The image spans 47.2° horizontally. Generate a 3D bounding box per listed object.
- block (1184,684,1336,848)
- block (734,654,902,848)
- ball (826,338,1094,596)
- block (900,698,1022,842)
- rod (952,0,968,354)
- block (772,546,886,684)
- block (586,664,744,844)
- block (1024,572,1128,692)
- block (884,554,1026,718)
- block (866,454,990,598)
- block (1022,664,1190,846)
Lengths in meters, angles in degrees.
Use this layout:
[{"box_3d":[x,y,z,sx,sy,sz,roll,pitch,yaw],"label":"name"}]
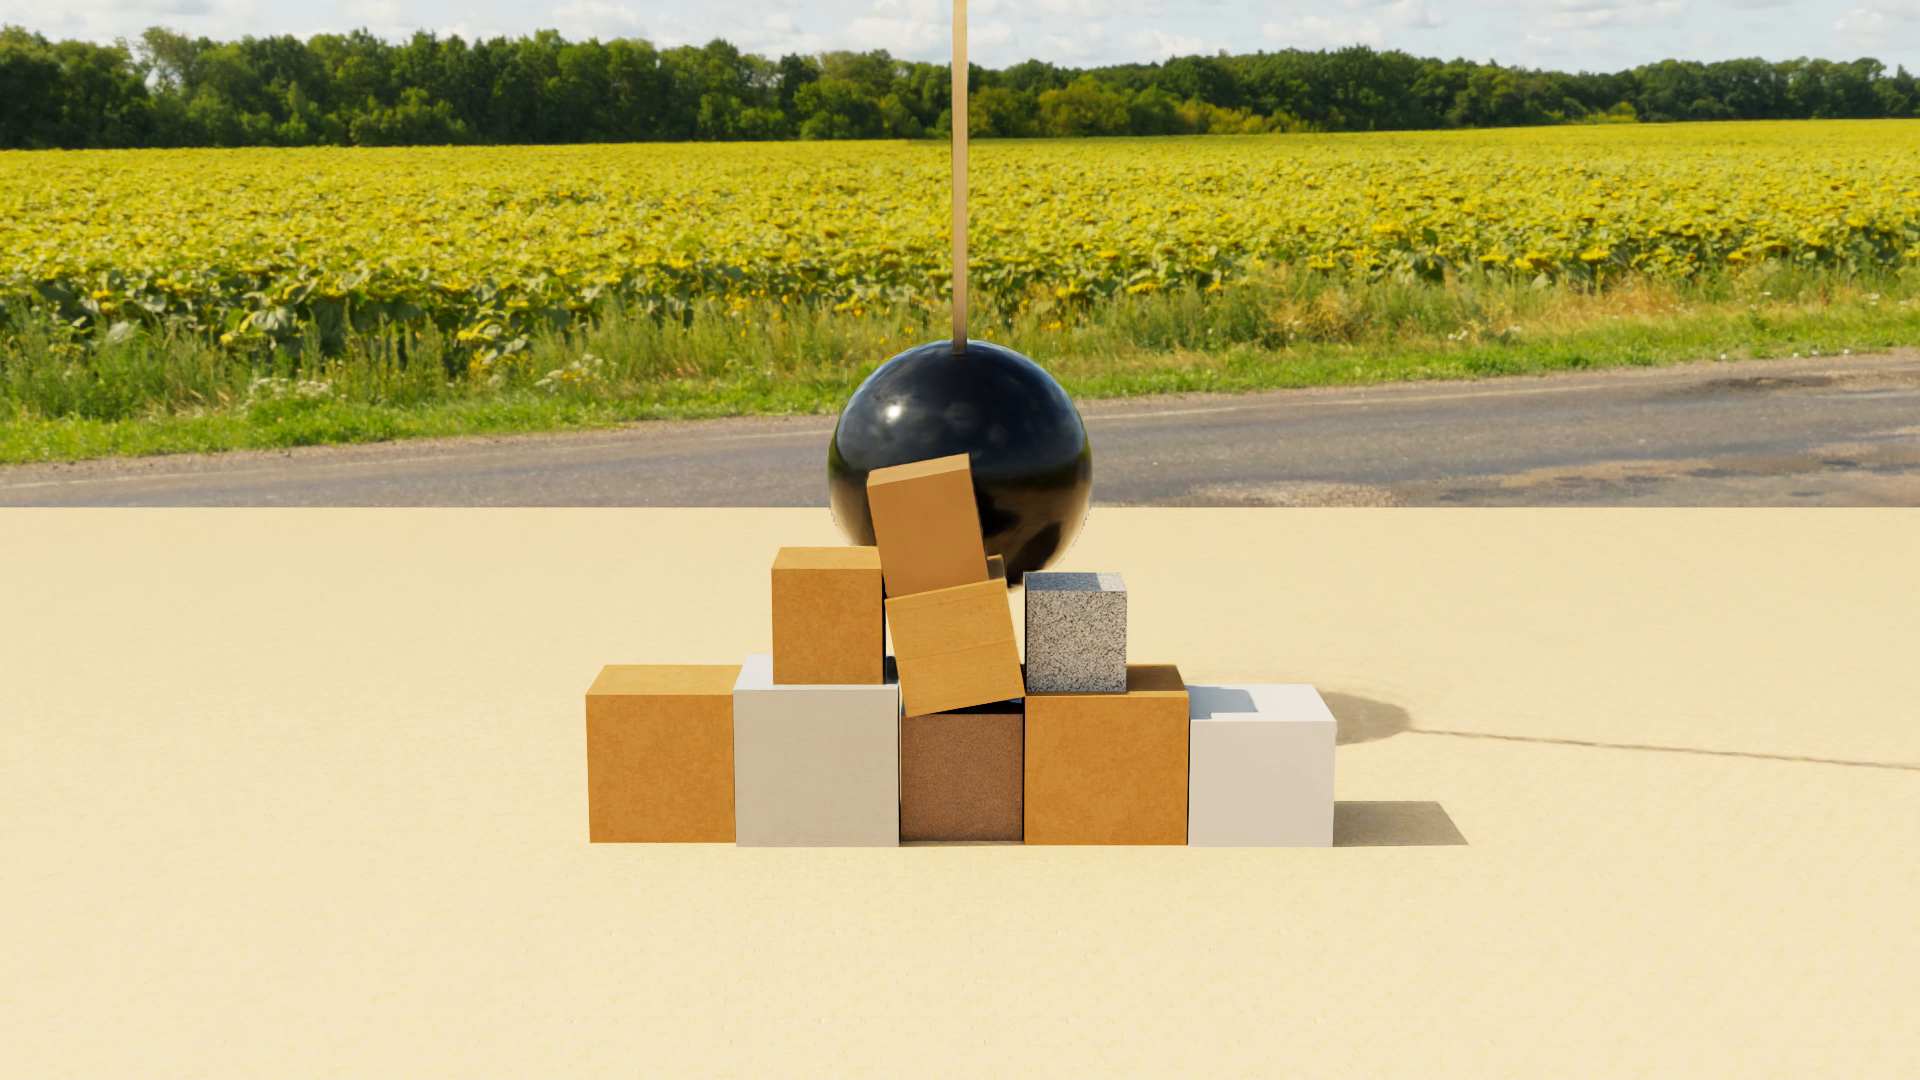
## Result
[{"box_3d":[1.513,1.156,11.379,0.722,0.655,0.758,0,10,0],"label":"block"},{"box_3d":[-0.718,1.075,11.369,0.818,0.817,0.773,0,10,0],"label":"block"},{"box_3d":[0.000,-0.407,13.215,1.600,1.600,1.600,0,10,0],"label":"ball"},{"box_3d":[0.008,1.148,11.398,0.614,0.663,0.604,0,10,0],"label":"block"},{"box_3d":[0.000,-3.335,11.488,0.080,5.200,0.080,0,31,0],"label":"rod"},{"box_3d":[-0.663,0.381,11.252,0.548,0.592,0.598,0,10,0],"label":"block"},{"box_3d":[-1.505,1.096,11.375,0.737,0.773,0.640,0,10,0],"label":"block"},{"box_3d":[0.586,0.465,11.252,0.499,0.517,0.479,0,10,0],"label":"block"},{"box_3d":[-0.023,0.481,11.263,0.603,0.599,0.697,-10,10,2],"label":"block"},{"box_3d":[-0.158,-0.079,11.152,0.516,0.573,0.540,-10,10,2],"label":"block"},{"box_3d":[0.733,1.098,11.373,0.817,0.771,0.716,0,10,0],"label":"block"}]
